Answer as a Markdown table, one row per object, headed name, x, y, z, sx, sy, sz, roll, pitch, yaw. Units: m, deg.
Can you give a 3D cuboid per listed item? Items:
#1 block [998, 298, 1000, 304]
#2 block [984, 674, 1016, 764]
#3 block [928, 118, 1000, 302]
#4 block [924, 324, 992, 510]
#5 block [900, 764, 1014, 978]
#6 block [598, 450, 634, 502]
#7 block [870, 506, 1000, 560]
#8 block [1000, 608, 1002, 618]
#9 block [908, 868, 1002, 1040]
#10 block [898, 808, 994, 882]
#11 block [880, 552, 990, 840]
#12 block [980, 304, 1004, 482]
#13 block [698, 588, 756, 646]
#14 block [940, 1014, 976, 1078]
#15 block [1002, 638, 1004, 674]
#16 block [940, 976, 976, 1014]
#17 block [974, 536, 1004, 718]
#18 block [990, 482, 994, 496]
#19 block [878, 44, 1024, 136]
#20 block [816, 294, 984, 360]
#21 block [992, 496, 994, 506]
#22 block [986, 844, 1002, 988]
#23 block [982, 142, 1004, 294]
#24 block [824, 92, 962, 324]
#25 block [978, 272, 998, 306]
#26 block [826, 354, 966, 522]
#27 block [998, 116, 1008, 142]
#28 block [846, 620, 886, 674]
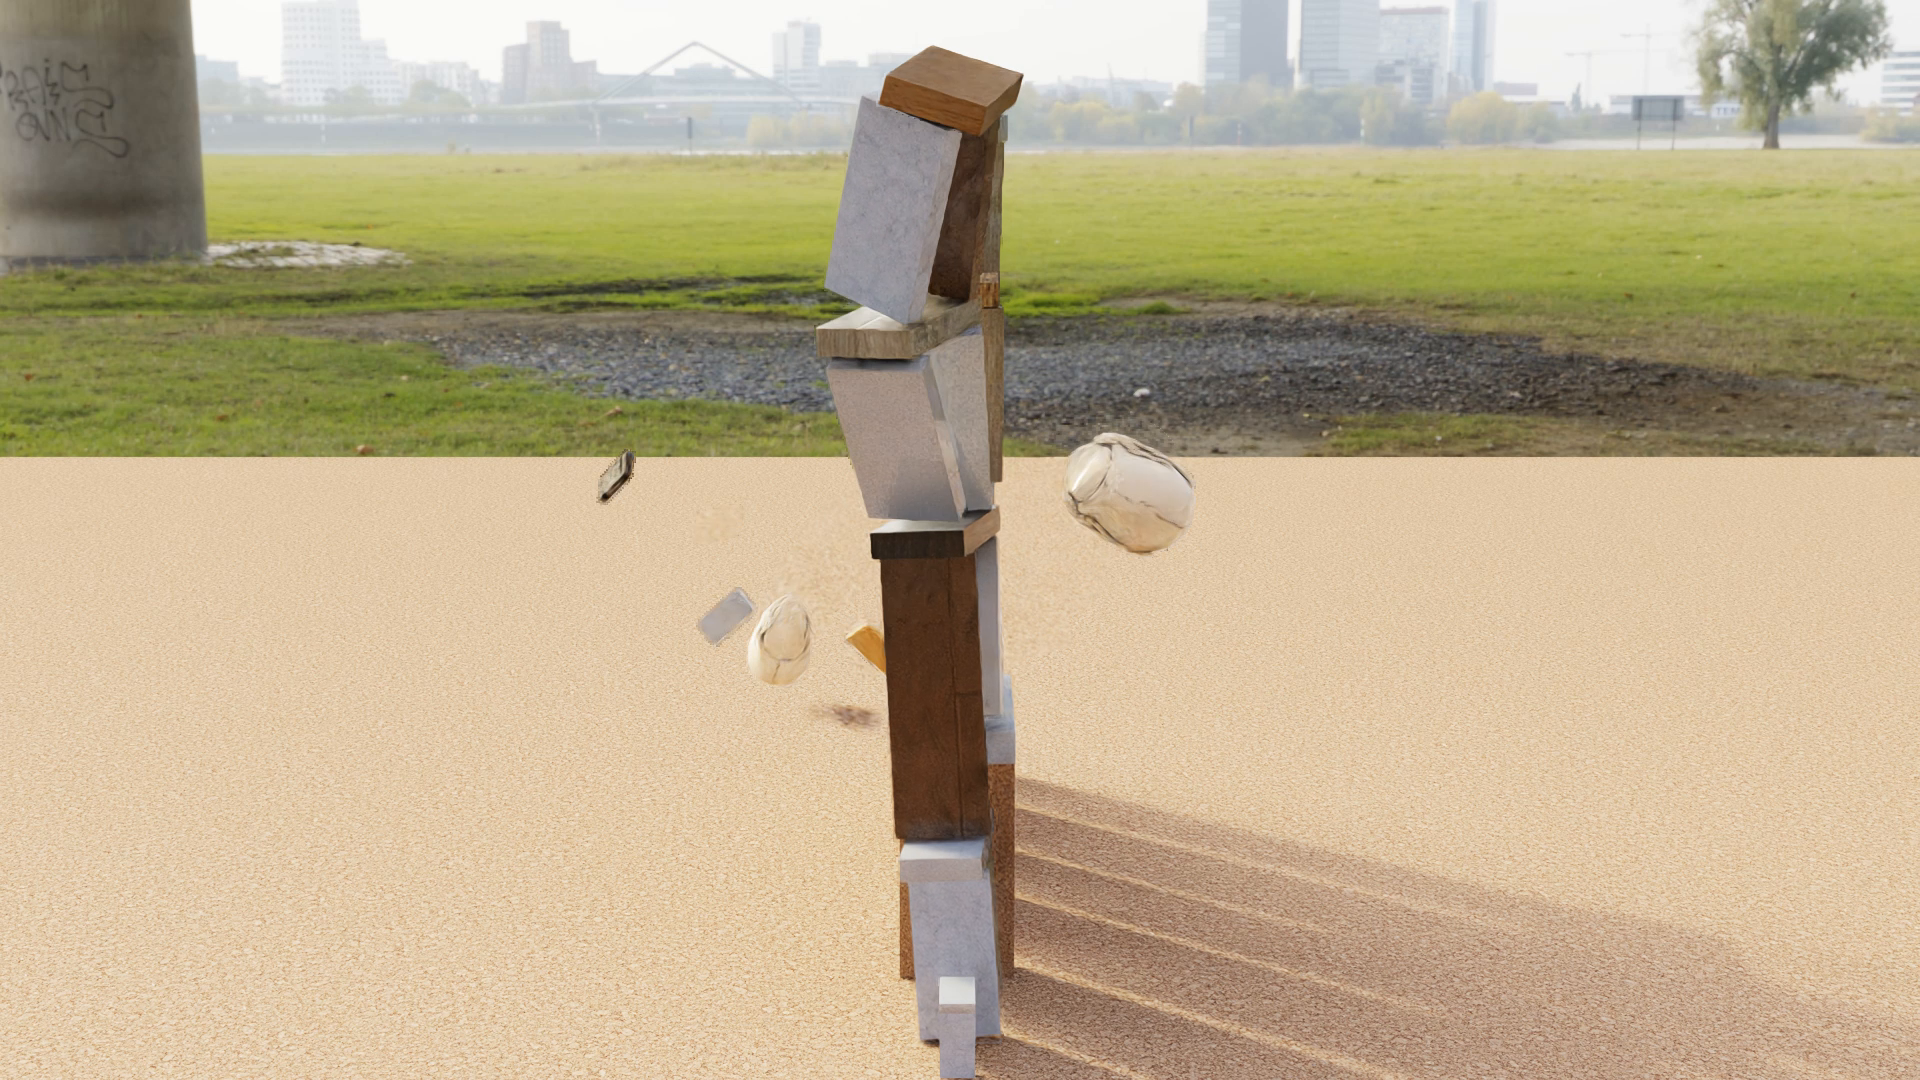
| name | x | y | z | sx | sy | sz | roll | pitch | yaw |
| --- | --- | --- | --- | --- | --- | --- | --- | --- | --- |
| block | -0.001 | -0.257 | 3.458 | 0.124 | 0.247 | 0.035 | 0 | 14 | -1 |
| block | -0.005 | 0.271 | 3.371 | 0.171 | 0.049 | 0.343 | 0 | 11 | 0 |
| block | -0.029 | -0.489 | 3.118 | 0.139 | 0.277 | 0.039 | 13 | 19 | 18 |
| block | -0.030 | -0.173 | 3.207 | 0.138 | 0.276 | 0.039 | -5 | 27 | -2 |
| block | -0.005 | 0.485 | 3.297 | 0.171 | 0.343 | 0.049 | 0 | 11 | 0 |
| block | -0.600 | -0.110 | 3.837 | 0.014 | 0.048 | 0.096 | 22 | -42 | -28 |
| block | -0.032 | -0.012 | 3.191 | 0.134 | 0.038 | 0.267 | -2 | 8 | 12 |
| block | -0.002 | 0.142 | 4.193 | 0.160 | 0.045 | 0.320 | 0 | 11 | 1 |
| block | -0.007 | 0.579 | 3.077 | 0.114 | 0.228 | 0.032 | -4 | 2 | 0 |
| block | -0.017 | 0.435 | 3.140 | 0.114 | 0.032 | 0.228 | -2 | 10 | 6 |
| block | -0.035 | 0.220 | 3.114 | 0.134 | 0.399 | 0.038 | -3 | 3 | 2 |
| block | 0.002 | -0.219 | 3.299 | 0.124 | 0.264 | 0.035 | 0 | 16 | 0 |
| block | -0.409 | 0.135 | 3.858 | 0.096 | 0.048 | 0.014 | -41 | -9 | 12 |
| block | -0.003 | 0.675 | 2.952 | 0.048 | 0.095 | 0.014 | 0 | 11 | 0 |
| block | 0.001 | 0.344 | 4.110 | 0.160 | 0.320 | 0.045 | 0 | 8 | 0 |
| block | -0.003 | 0.615 | 2.973 | 0.048 | 0.014 | 0.095 | 0 | 11 | 0 |
| block | -0.007 | 0.130 | 3.258 | 0.134 | 0.267 | 0.038 | -2 | -11 | 7 |
| block | 0.004 | -0.140 | 3.739 | 0.109 | 0.371 | 0.031 | 0 | 11 | 0 |
| block | -0.008 | -0.611 | 2.973 | 0.139 | 0.039 | 0.277 | 19 | 23 | 5 |
| block | -0.081 | -0.302 | 3.084 | 0.138 | 0.039 | 0.276 | 4 | 17 | 21 |
| block | 0.014 | 0.001 | 3.329 | 0.069 | 0.138 | 0.020 | 2 | 0 | 12 |
| block | -0.004 | 0.551 | 3.238 | 0.114 | 0.228 | 0.032 | -5 | 4 | -13 |
| block | -0.006 | -0.534 | 3.794 | 0.153 | 0.306 | 0.043 | 2 | 9 | -2 |
| block | -0.091 | -0.444 | 2.949 | 0.139 | 0.277 | 0.039 | 27 | 31 | 23 |
| block | -0.004 | -0.382 | 3.354 | 0.124 | 0.035 | 0.247 | 0 | 10 | 0 |
| block | -0.086 | -0.141 | 3.072 | 0.138 | 0.276 | 0.039 | 3 | 45 | 18 |
| block | -0.001 | -0.724 | 3.869 | 0.153 | 0.043 | 0.306 | 2 | 10 | -2 |
| block | -0.145 | 0.186 | 3.802 | 0.048 | 0.096 | 0.014 | -36 | 23 | 26 |
